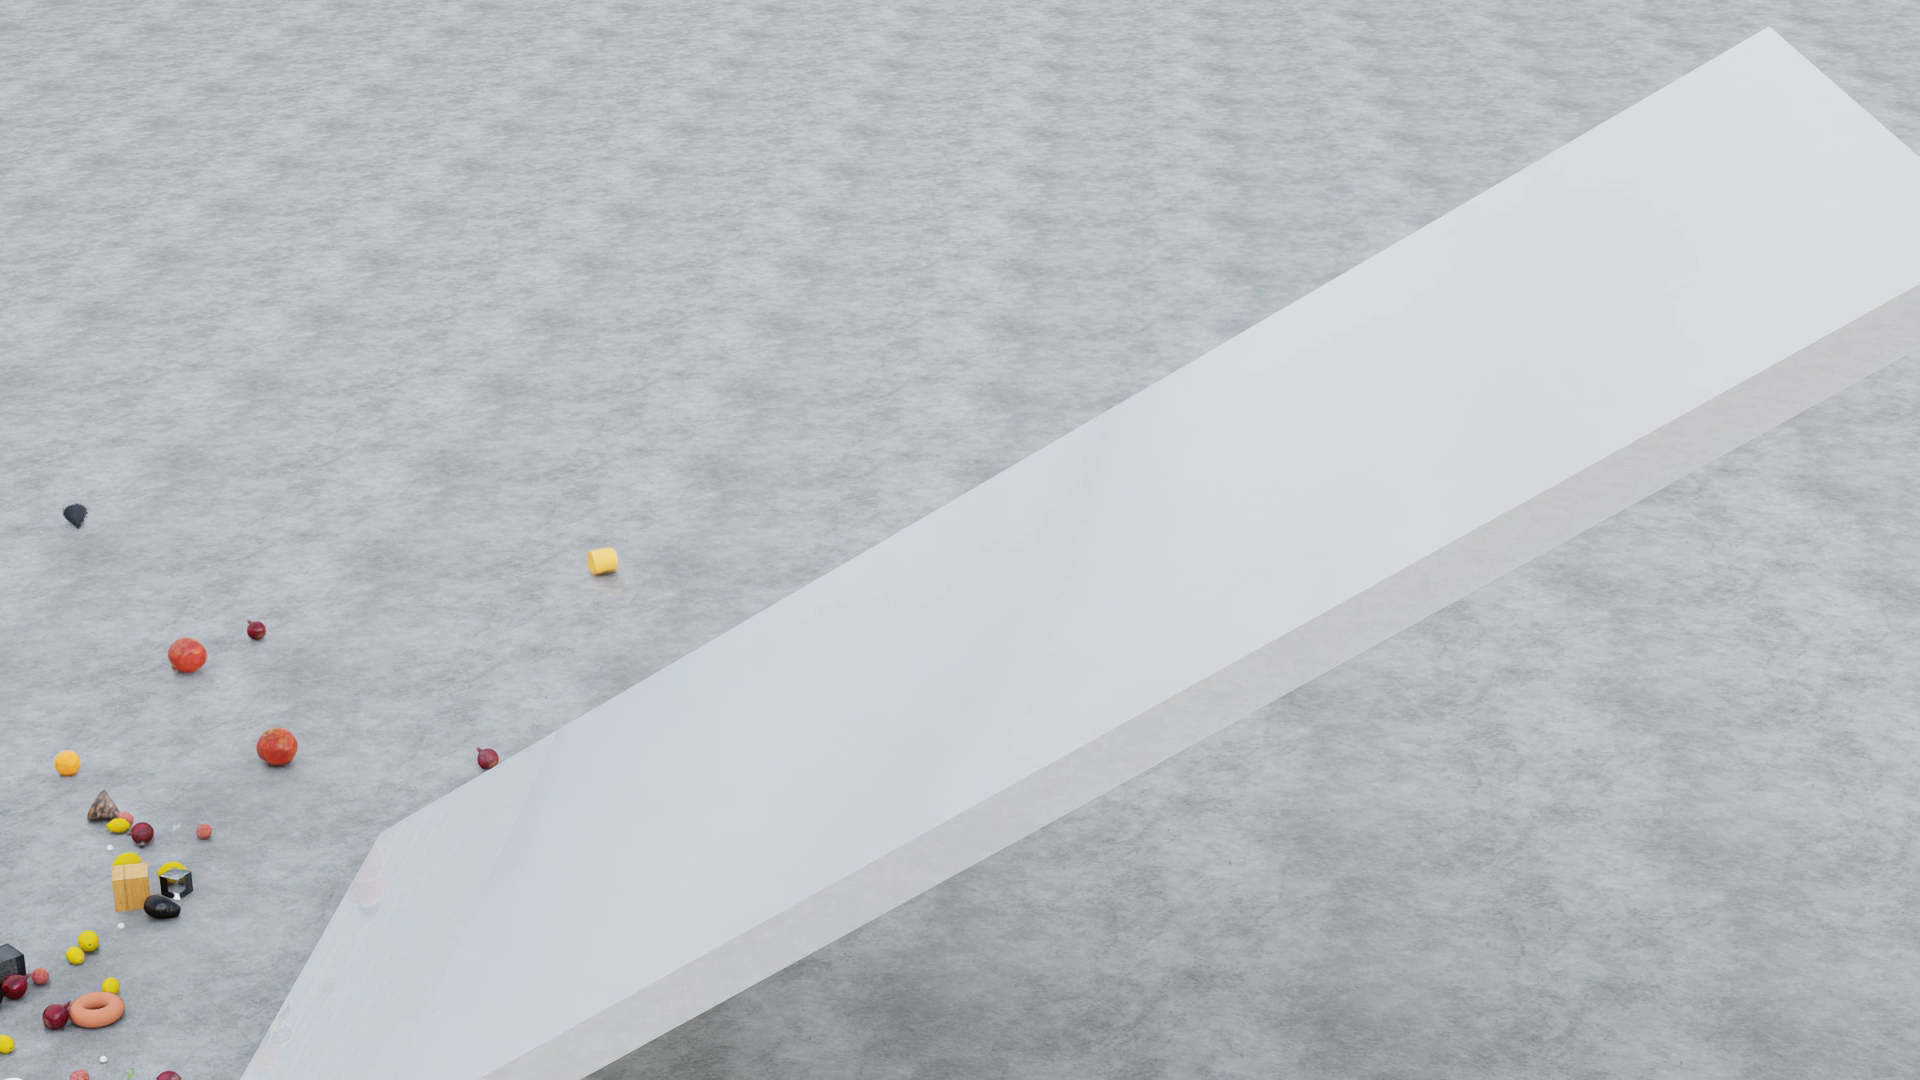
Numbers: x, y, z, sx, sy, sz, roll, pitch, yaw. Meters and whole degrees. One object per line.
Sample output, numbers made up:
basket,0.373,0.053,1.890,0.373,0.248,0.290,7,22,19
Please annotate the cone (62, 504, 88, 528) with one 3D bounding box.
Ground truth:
cone,-3.058,-0.066,10.184,0.082,0.082,0.082,-8,48,-21

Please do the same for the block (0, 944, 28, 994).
block,-2.301,1.031,7.065,0.080,0.080,0.080,-18,27,-41

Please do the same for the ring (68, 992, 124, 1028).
ring,-2.031,1.104,6.917,0.128,0.043,0.128,1,21,0

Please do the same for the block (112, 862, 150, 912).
block,-2.105,0.881,7.472,0.087,0.087,0.087,-5,20,-14

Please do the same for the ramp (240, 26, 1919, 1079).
ramp,0.141,0.169,6.291,4.000,0.100,2.000,-30,15,13

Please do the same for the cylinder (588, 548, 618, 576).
cylinder,-1.184,0.071,9.740,0.078,0.078,0.078,-10,22,-25

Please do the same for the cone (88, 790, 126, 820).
cone,-2.293,0.735,7.946,0.091,0.091,0.091,29,22,0

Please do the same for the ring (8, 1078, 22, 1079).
ring,-2.125,1.232,6.584,0.081,0.027,0.081,1,21,0

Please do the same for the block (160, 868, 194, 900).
block,-2.004,0.879,7.524,0.056,0.056,0.056,8,21,22
